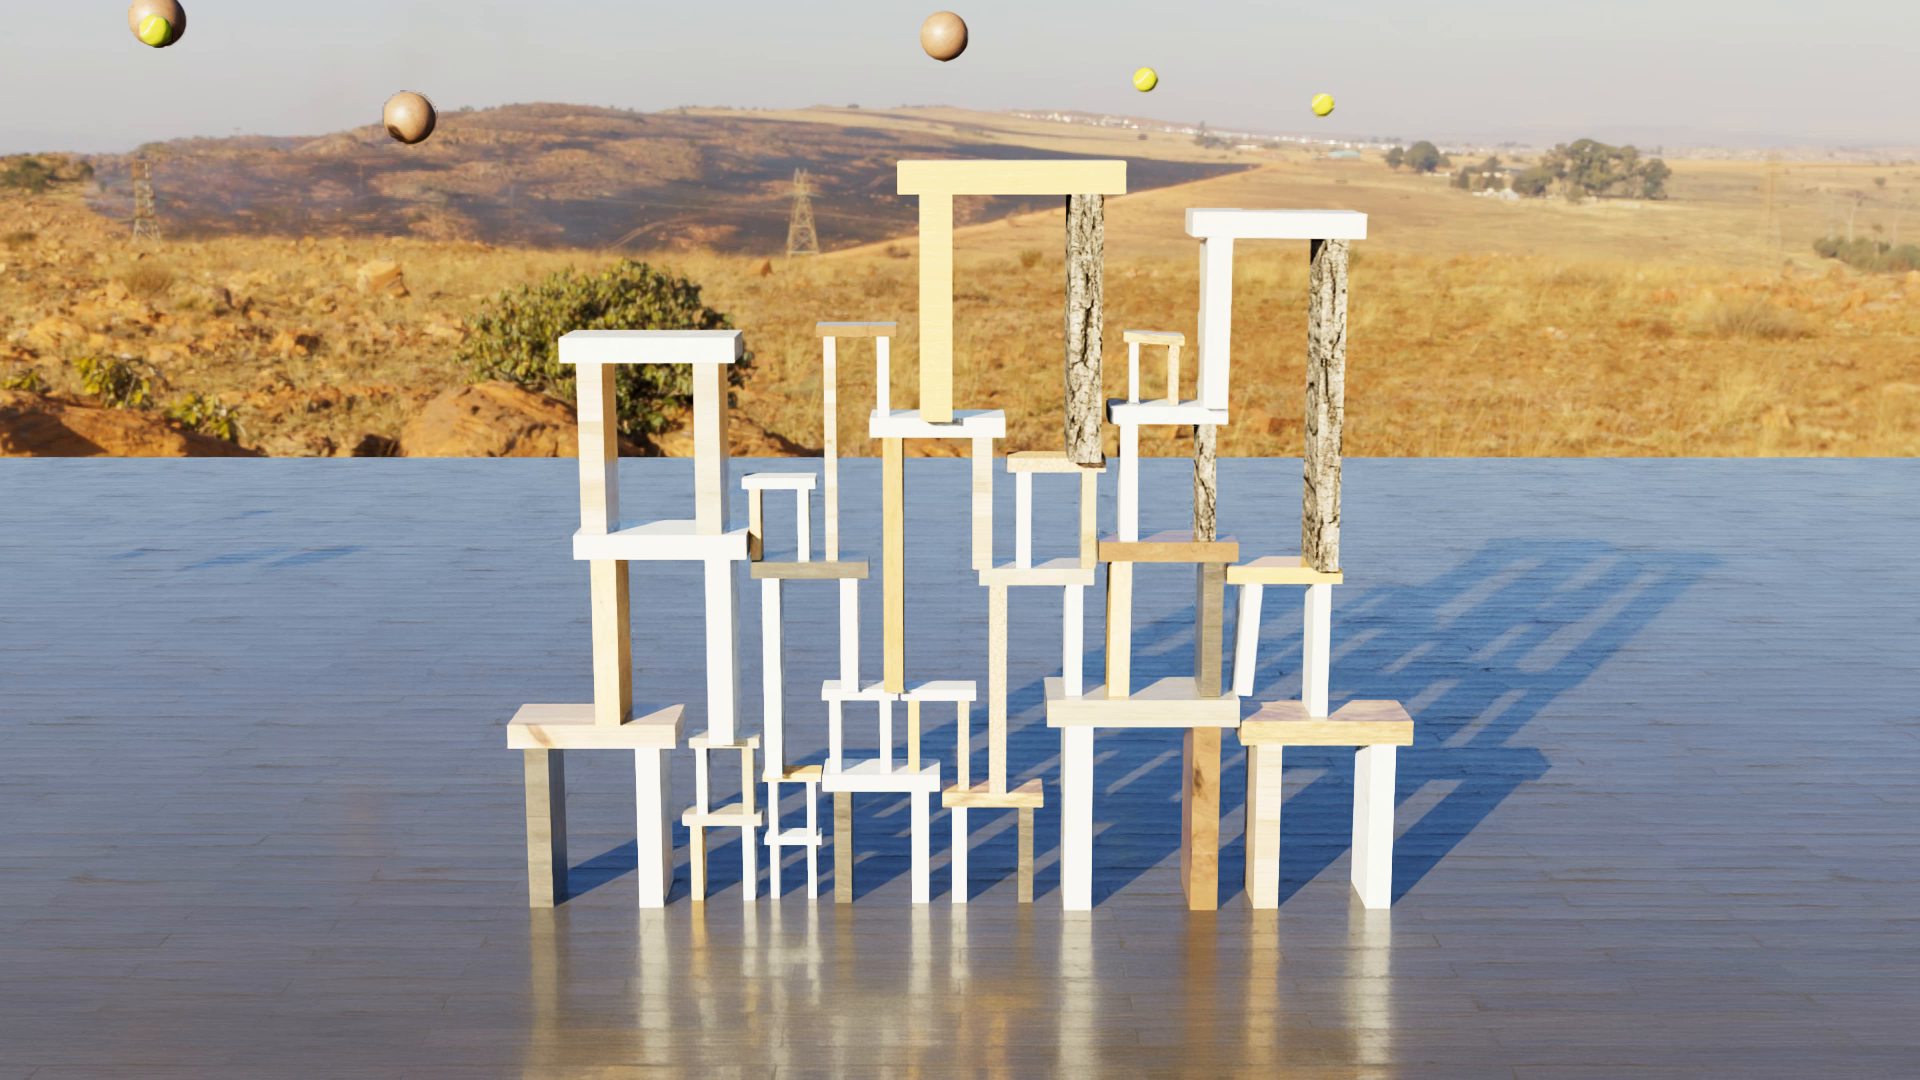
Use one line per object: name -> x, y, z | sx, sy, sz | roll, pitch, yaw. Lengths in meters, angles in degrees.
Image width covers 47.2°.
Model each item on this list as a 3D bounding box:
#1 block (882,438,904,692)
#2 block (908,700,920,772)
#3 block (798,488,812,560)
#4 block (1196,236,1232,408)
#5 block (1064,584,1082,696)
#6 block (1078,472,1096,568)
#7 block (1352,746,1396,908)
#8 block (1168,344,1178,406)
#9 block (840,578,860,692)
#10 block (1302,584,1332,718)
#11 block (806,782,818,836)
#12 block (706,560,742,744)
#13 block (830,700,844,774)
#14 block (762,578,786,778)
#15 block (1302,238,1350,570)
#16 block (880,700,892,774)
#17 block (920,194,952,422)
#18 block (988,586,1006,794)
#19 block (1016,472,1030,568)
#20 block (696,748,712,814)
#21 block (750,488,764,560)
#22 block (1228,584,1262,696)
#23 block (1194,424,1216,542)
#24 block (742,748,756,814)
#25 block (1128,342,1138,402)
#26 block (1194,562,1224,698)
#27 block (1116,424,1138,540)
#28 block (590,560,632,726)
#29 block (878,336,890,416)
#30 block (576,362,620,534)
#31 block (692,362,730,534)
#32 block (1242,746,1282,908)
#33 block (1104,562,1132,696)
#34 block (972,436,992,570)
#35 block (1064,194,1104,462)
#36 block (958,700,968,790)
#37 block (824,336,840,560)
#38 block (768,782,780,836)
block -> -0.107, 0.033, 3.566 | 0.030, 0.417, 0.107 | 0, 11, 0
block -> -0.075, 0.315, 3.622 | 0.017, 0.121, 0.061 | 0, 11, 0
block -> -0.251, -0.030, 3.555 | 0.016, 0.116, 0.058 | 0, 11, 0
block -> 0.404, -0.350, 3.496 | 0.038, 0.267, 0.134 | 1, 11, 1
block -> 0.184, 0.154, 3.584 | 0.026, 0.184, 0.092 | 0, 11, 0
block -> 0.206, -0.038, 3.549 | 0.022, 0.156, 0.078 | 0, 11, 0
block -> 0.684, 0.454, 3.643 | 0.039, 0.276, 0.138 | 0, 11, 0
block -> 0.339, -0.266, 3.501 | 0.014, 0.095, 0.048 | 0, 12, 1
block -> -0.179, 0.145, 3.587 | 0.027, 0.187, 0.094 | 0, 11, 0
block -> 0.583, 0.170, 3.594 | 0.026, 0.221, 0.092 | 0, 11, 0
block -> -0.245, 0.439, 3.644 | 0.013, 0.094, 0.047 | 0, 11, 0
block -> -0.385, 0.168, 3.590 | 0.039, 0.305, 0.137 | 0, 11, 0
block -> -0.203, 0.315, 3.617 | 0.017, 0.123, 0.062 | 0, 11, 0
block -> -0.304, 0.217, 3.599 | 0.027, 0.332, 0.094 | 0, 11, 0
block -> 0.582, -0.221, 3.515 | 0.038, 0.524, 0.134 | 0, 11, 0
block -> -0.121, 0.315, 3.617 | 0.017, 0.123, 0.062 | 0, 11, 0
block -> -0.038, -0.374, 3.489 | 0.050, 0.350, 0.175 | 0, 11, 0
block -> 0.061, 0.235, 3.599 | 0.026, 0.349, 0.092 | 0, 11, 0
block -> 0.101, -0.038, 3.548 | 0.022, 0.156, 0.078 | 0, 11, -1
block -> -0.423, 0.390, 3.628 | 0.016, 0.113, 0.057 | 0, 11, 0
block -> -0.329, -0.030, 3.555 | 0.016, 0.116, 0.058 | 0, 11, 0
block -> 0.466, 0.153, 3.591 | 0.026, 0.185, 0.092 | 4, 10, -1
block -> 0.395, -0.099, 3.542 | 0.027, 0.187, 0.094 | -1, 11, 1
block -> -0.347, 0.390, 3.628 | 0.016, 0.113, 0.057 | 0, 11, 0
block -> 0.276, -0.270, 3.501 | 0.014, 0.095, 0.048 | 0, 13, 2
block -> 0.406, 0.134, 3.584 | 0.031, 0.222, 0.111 | 0, 11, 0
block -> 0.269, -0.099, 3.545 | 0.027, 0.187, 0.094 | -1, 11, 0
block -> -0.568, 0.153, 3.587 | 0.039, 0.274, 0.137 | 0, 11, 0
block -> -0.122, -0.264, 3.511 | 0.018, 0.126, 0.063 | 0, 11, 0
block -> -0.581, -0.155, 3.535 | 0.039, 0.274, 0.137 | 0, 11, 0
block -> -0.399, -0.155, 3.534 | 0.039, 0.274, 0.137 | 0, 11, 0
block -> 0.500, 0.454, 3.643 | 0.039, 0.276, 0.138 | 0, 11, 0
block -> 0.257, 0.134, 3.585 | 0.031, 0.222, 0.111 | 0, 11, 0
block -> 0.035, -0.068, 3.548 | 0.030, 0.213, 0.107 | 0, 10, 0
block -> 0.196, -0.342, 3.496 | 0.050, 0.416, 0.175 | 0, 11, 0
block -> 0.006, 0.331, 3.625 | 0.017, 0.152, 0.061 | 0, 11, 0
block -> -0.206, -0.149, 3.533 | 0.018, 0.359, 0.063 | 0, 11, 0
block -> -0.308, 0.439, 3.644 | 0.013, 0.095, 0.047 | 0, 11, 0
